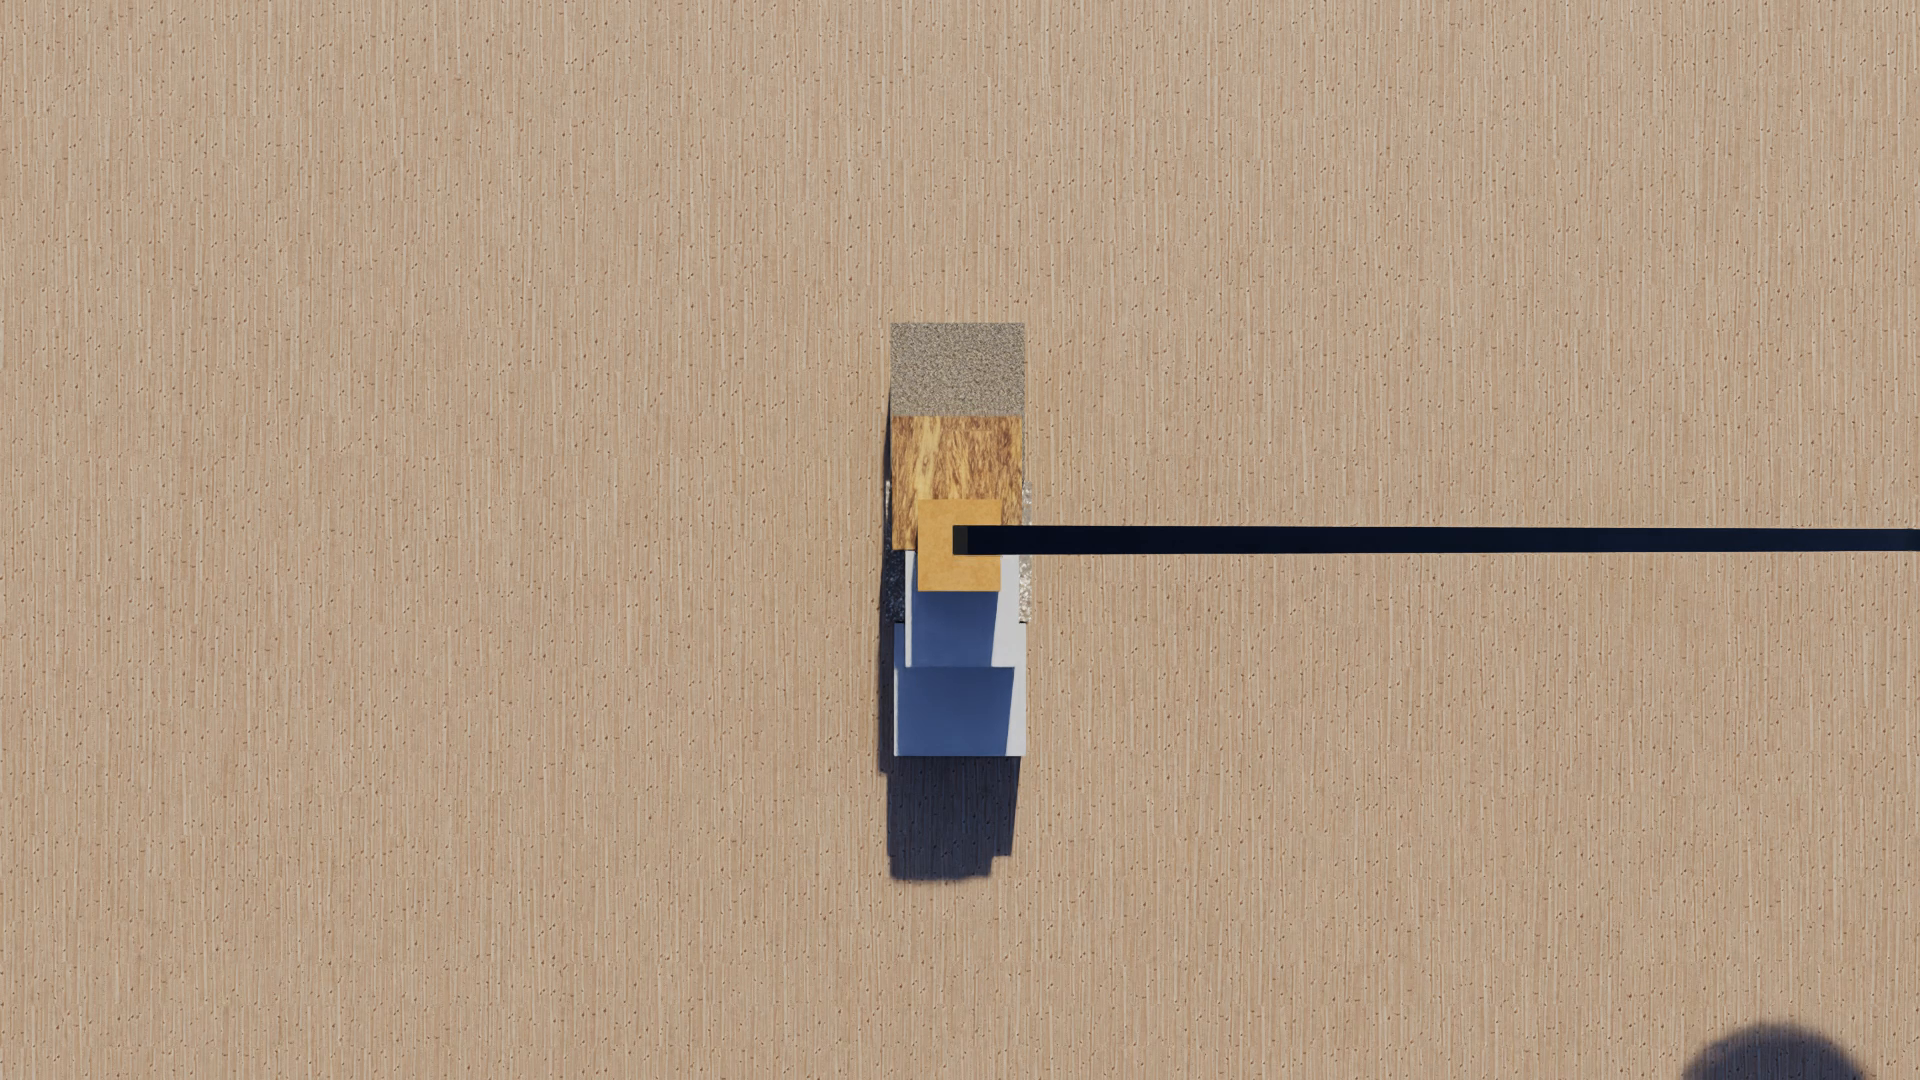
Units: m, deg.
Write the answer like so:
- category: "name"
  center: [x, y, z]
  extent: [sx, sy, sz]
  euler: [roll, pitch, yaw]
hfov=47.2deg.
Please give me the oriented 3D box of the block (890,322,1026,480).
- category: "block"
  center: [-0.012, -0.775, 12.622]
  extent: [0.749, 0.756, 0.869]
  euler: [0, 90, 0]

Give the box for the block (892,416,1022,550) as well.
- category: "block"
  center: [-0.015, -0.307, 11.930]
  extent: [0.686, 0.629, 0.706]
  euler: [0, 91, 0]

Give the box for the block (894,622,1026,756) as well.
- category: "block"
  center: [0.000, 0.837, 12.660]
  extent: [0.737, 0.680, 0.746]
  euler: [0, 90, 0]

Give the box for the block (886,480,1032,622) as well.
- category: "block"
  center: [-0.007, 0.062, 12.652]
  extent: [0.815, 0.695, 0.785]
  euler: [0, 90, 0]

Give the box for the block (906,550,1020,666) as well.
- category: "block"
  center: [0.012, 0.360, 11.967]
  extent: [0.601, 0.675, 0.617]
  euler: [0, 90, 0]

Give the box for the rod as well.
- category: "rod"
  center: [2.234, 0.000, 7.226]
  extent: [5.200, 0.080, 0.080]
  euler: [0, 90, -31]

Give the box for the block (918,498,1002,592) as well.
- category: "block"
  center: [-0.003, 0.020, 11.394]
  extent: [0.423, 0.455, 0.466]
  euler: [0, 92, 0]
